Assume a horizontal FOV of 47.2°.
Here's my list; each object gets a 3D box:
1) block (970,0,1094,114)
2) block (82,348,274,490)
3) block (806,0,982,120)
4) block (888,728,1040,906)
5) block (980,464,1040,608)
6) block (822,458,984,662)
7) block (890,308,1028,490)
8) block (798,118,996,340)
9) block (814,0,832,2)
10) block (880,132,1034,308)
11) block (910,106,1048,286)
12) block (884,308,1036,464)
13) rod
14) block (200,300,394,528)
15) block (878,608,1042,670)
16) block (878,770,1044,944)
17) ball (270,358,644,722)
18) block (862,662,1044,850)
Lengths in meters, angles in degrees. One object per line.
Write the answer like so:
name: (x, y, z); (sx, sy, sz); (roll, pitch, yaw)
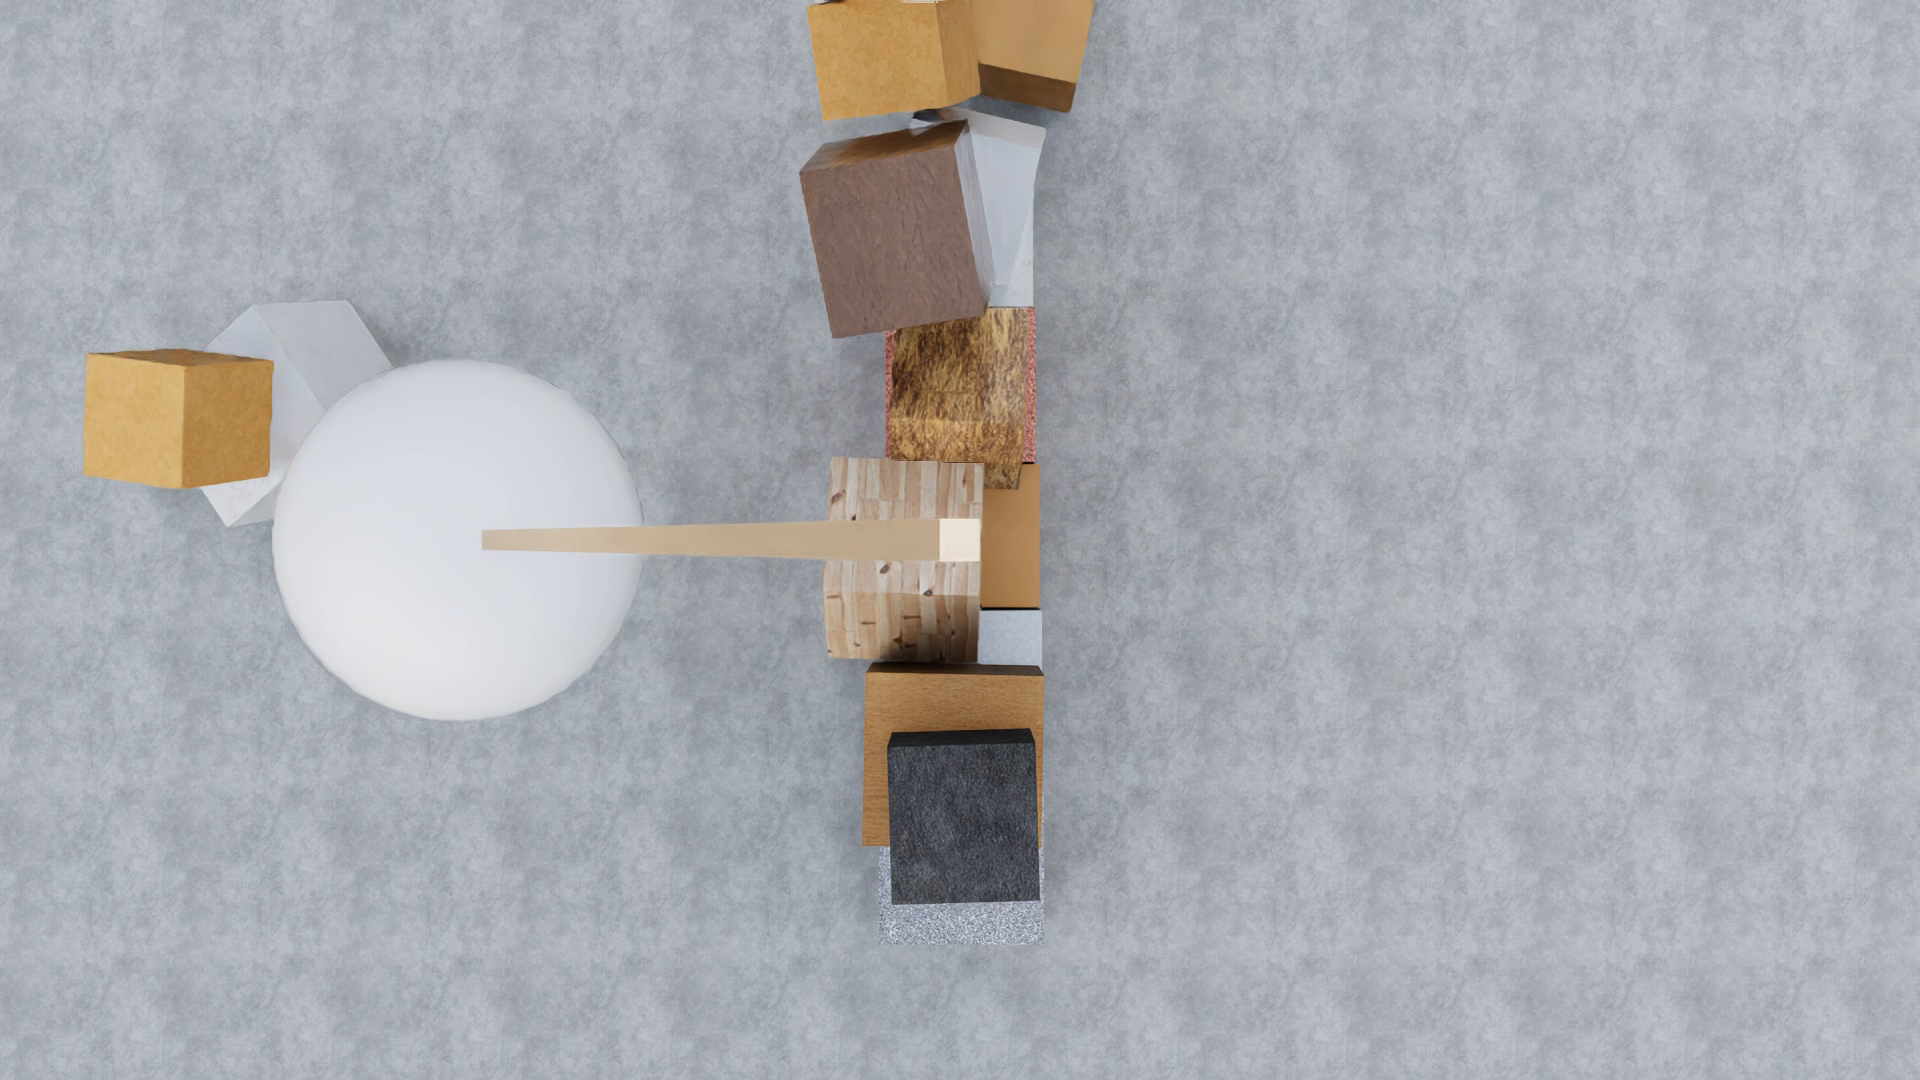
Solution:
block: (0.326, -2.966, 12.573); (0.813, 0.852, 0.738); (12, 90, 0)
block: (-4.138, -0.654, 11.660); (0.614, 0.728, 0.634); (8, 99, 18)
block: (-0.333, -2.545, 11.438); (0.677, 0.649, 0.578); (-3, 106, 17)
block: (0.017, 1.323, 10.642); (0.692, 0.795, 0.736); (-2, 90, 0)
block: (-0.017, -0.024, 12.615); (0.917, 0.771, 0.794); (0, 90, 0)
block: (-0.291, 0.113, 11.678); (0.803, 0.789, 0.788); (2, 61, 1)
block: (-0.007, -0.752, 11.621); (0.689, 0.689, 0.695); (3, 62, 0)
block: (-0.292, -1.566, 10.993); (0.759, 0.864, 0.829); (-8, 108, 8)
block: (-0.377, -3.085, 11.087); (0.732, 0.714, 0.629); (-5, 106, 3)
block: (-0.018, -1.767, 12.564); (0.843, 0.872, 0.960); (0, 90, 0)
block: (0.032, -1.855, 11.685); (0.682, 0.679, 0.732); (13, 110, 0)
block: (0.003, -0.855, 12.544); (0.831, 0.912, 0.846); (0, 90, 0)
rod: (-0.950, 0.000, 6.505); (0.080, 5.200, 0.080); (0, 90, -21)
block: (-3.782, -0.726, 12.397); (0.917, 0.888, 0.843); (-36, 85, 19)
block: (0.000, 0.837, 12.491); (0.896, 1.018, 0.900); (0, 90, 0)
block: (0.008, 1.770, 12.607); (0.919, 0.785, 0.954); (0, 90, 0)
ball: (-2.192, 0.000, 9.670); (1.600, 1.600, 1.600); (0, 90, 0)
block: (-0.033, 1.110, 11.511); (0.899, 0.943, 0.871); (1, 90, 0)
